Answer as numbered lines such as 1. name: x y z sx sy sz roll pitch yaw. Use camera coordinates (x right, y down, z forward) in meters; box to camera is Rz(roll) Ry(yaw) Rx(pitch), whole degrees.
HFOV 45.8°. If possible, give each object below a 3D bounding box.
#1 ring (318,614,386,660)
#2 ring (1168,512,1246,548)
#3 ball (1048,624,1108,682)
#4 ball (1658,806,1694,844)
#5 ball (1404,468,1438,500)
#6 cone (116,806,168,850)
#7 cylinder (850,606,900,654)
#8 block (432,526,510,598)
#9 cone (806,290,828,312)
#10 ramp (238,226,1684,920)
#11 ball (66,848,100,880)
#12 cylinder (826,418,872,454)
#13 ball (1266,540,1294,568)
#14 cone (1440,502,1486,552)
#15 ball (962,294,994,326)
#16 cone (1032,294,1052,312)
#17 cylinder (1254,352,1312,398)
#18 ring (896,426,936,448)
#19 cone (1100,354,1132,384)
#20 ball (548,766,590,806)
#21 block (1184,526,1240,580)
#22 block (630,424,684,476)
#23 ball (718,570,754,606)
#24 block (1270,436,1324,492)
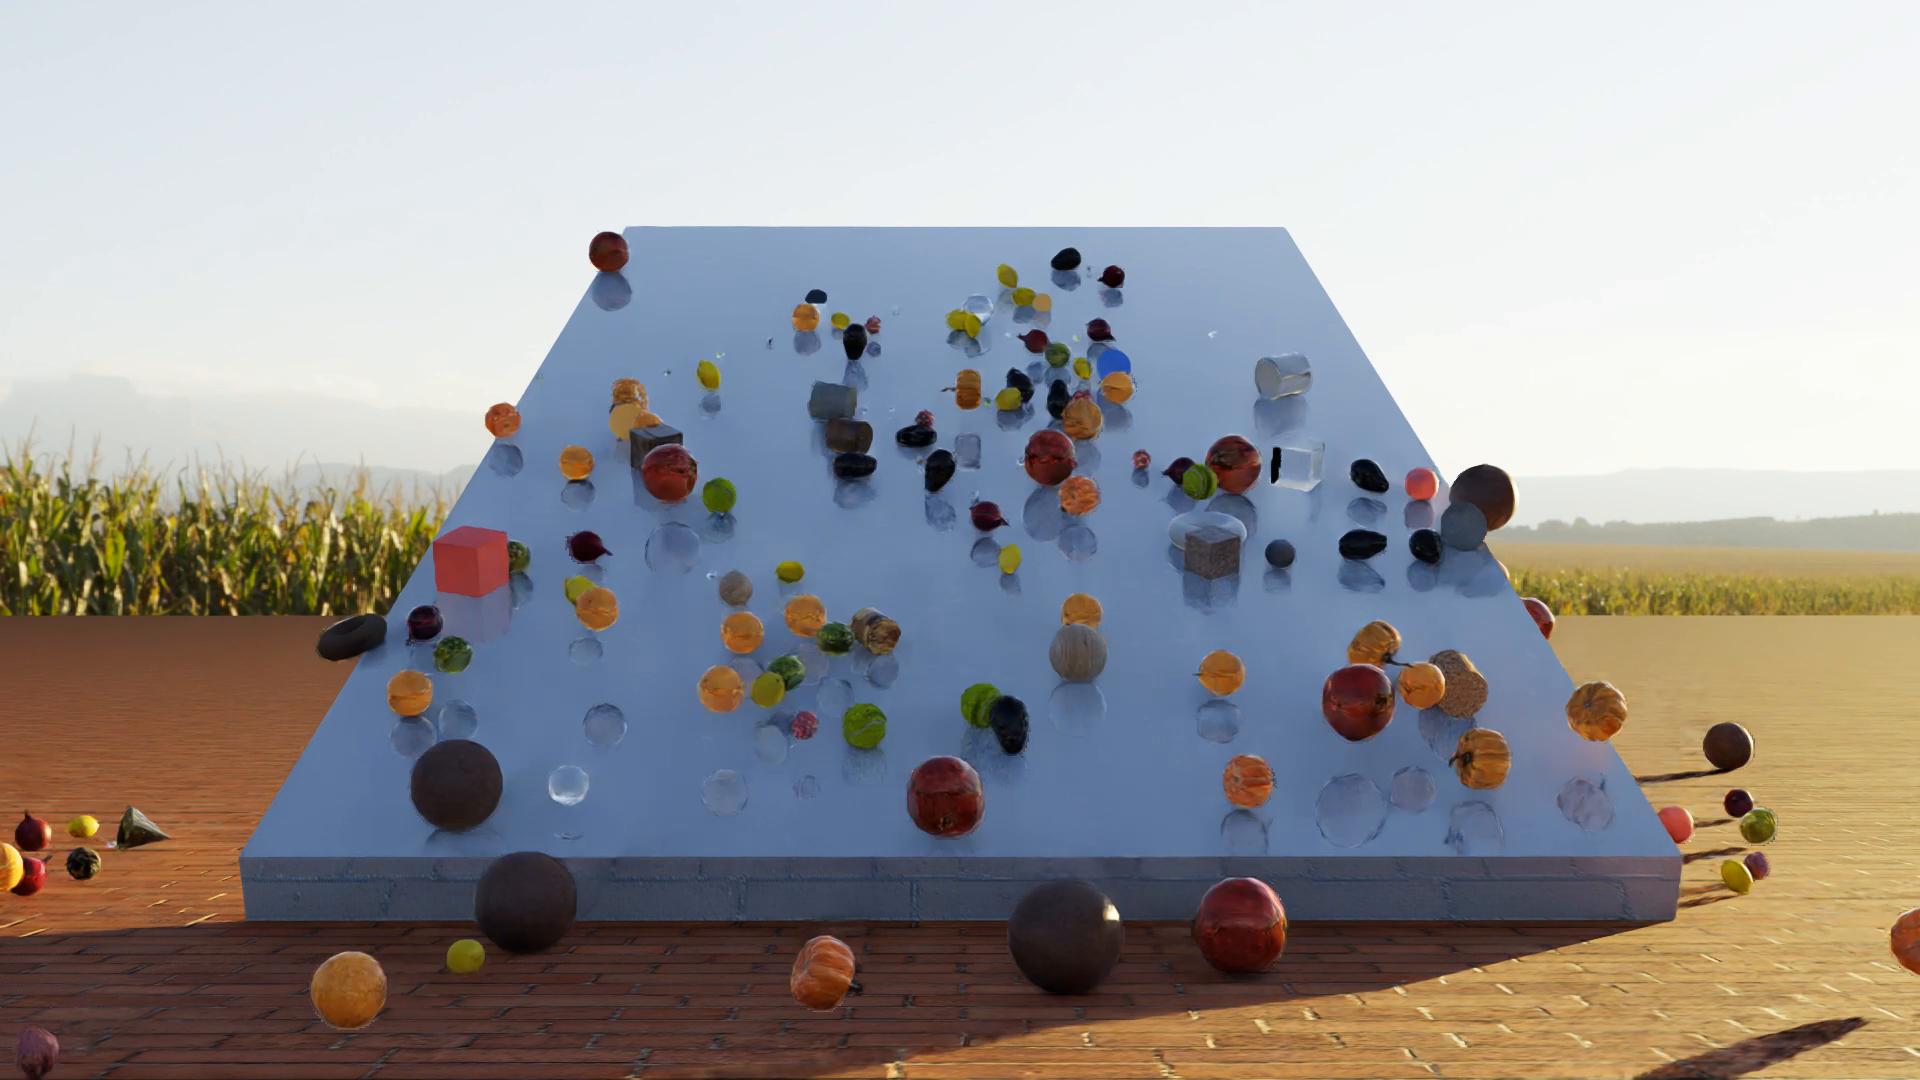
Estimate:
1. ring: -1.030 0.165 3.850 0.121 0.040 0.121 -17 19 6
2. ring: 0.467 -0.015 4.300 0.149 0.050 0.149 1 20 0
3. ball: 0.192 0.184 3.694 0.096 0.096 0.096 0 -2 0
4. ball: 1.328 0.529 4.223 0.070 0.070 0.070 0 -2 0
5. ball: 0.922 -0.112 4.537 0.067 0.067 0.067 0 -2 0
6. cone: -1.428 0.516 3.994 0.081 0.081 0.081 20 -12 -31
7. cylinder: -0.144 0.153 3.823 0.063 0.063 0.063 1 17 -35
8. block: -0.879 0.038 4.085 0.094 0.094 0.094 8 22 21
9. cone: -0.376 -0.623 5.967 0.059 0.059 0.059 0 -6 -2
10. ramp: -0.005 -0.210 5.037 2.000 0.100 4.000 0 20 0
11. ball: -1.410 0.521 3.654 0.052 0.052 0.052 0 -2 0
12. cylinder: -0.235 -0.221 4.816 0.073 0.073 0.073 -3 -3 28
13. ball: 0.589 0.025 4.183 0.054 0.054 0.054 0 -2 0
14. cone: 0.937 -0.020 4.323 0.095 0.095 0.095 0 -7 -14
15. ball: 0.045 -0.587 5.793 0.081 0.081 0.081 0 -2 0
16. cone: 0.219 -0.615 5.956 0.050 0.050 0.050 0 -7 10
17. cylinder: 0.742 -0.379 5.215 0.092 0.092 0.092 -12 5 -30
18. ring: -0.093 -0.222 4.885 0.089 0.030 0.089 -1 20 0
19. cone: 0.353 -0.400 5.355 0.083 0.083 0.083 1 9 -16
20. ball: -0.566 0.355 3.285 0.058 0.058 0.058 0 -2 0
21. block: 0.462 0.023 4.165 0.071 0.071 0.071 -14 24 -33
22. block: -0.628 -0.187 4.713 0.080 0.080 0.080 -15 25 -35
23. ball: -0.396 0.084 4.008 0.062 0.062 0.062 0 -2 0
24. block: 0.688 -0.156 4.633 0.082 0.082 0.082 10 23 26
